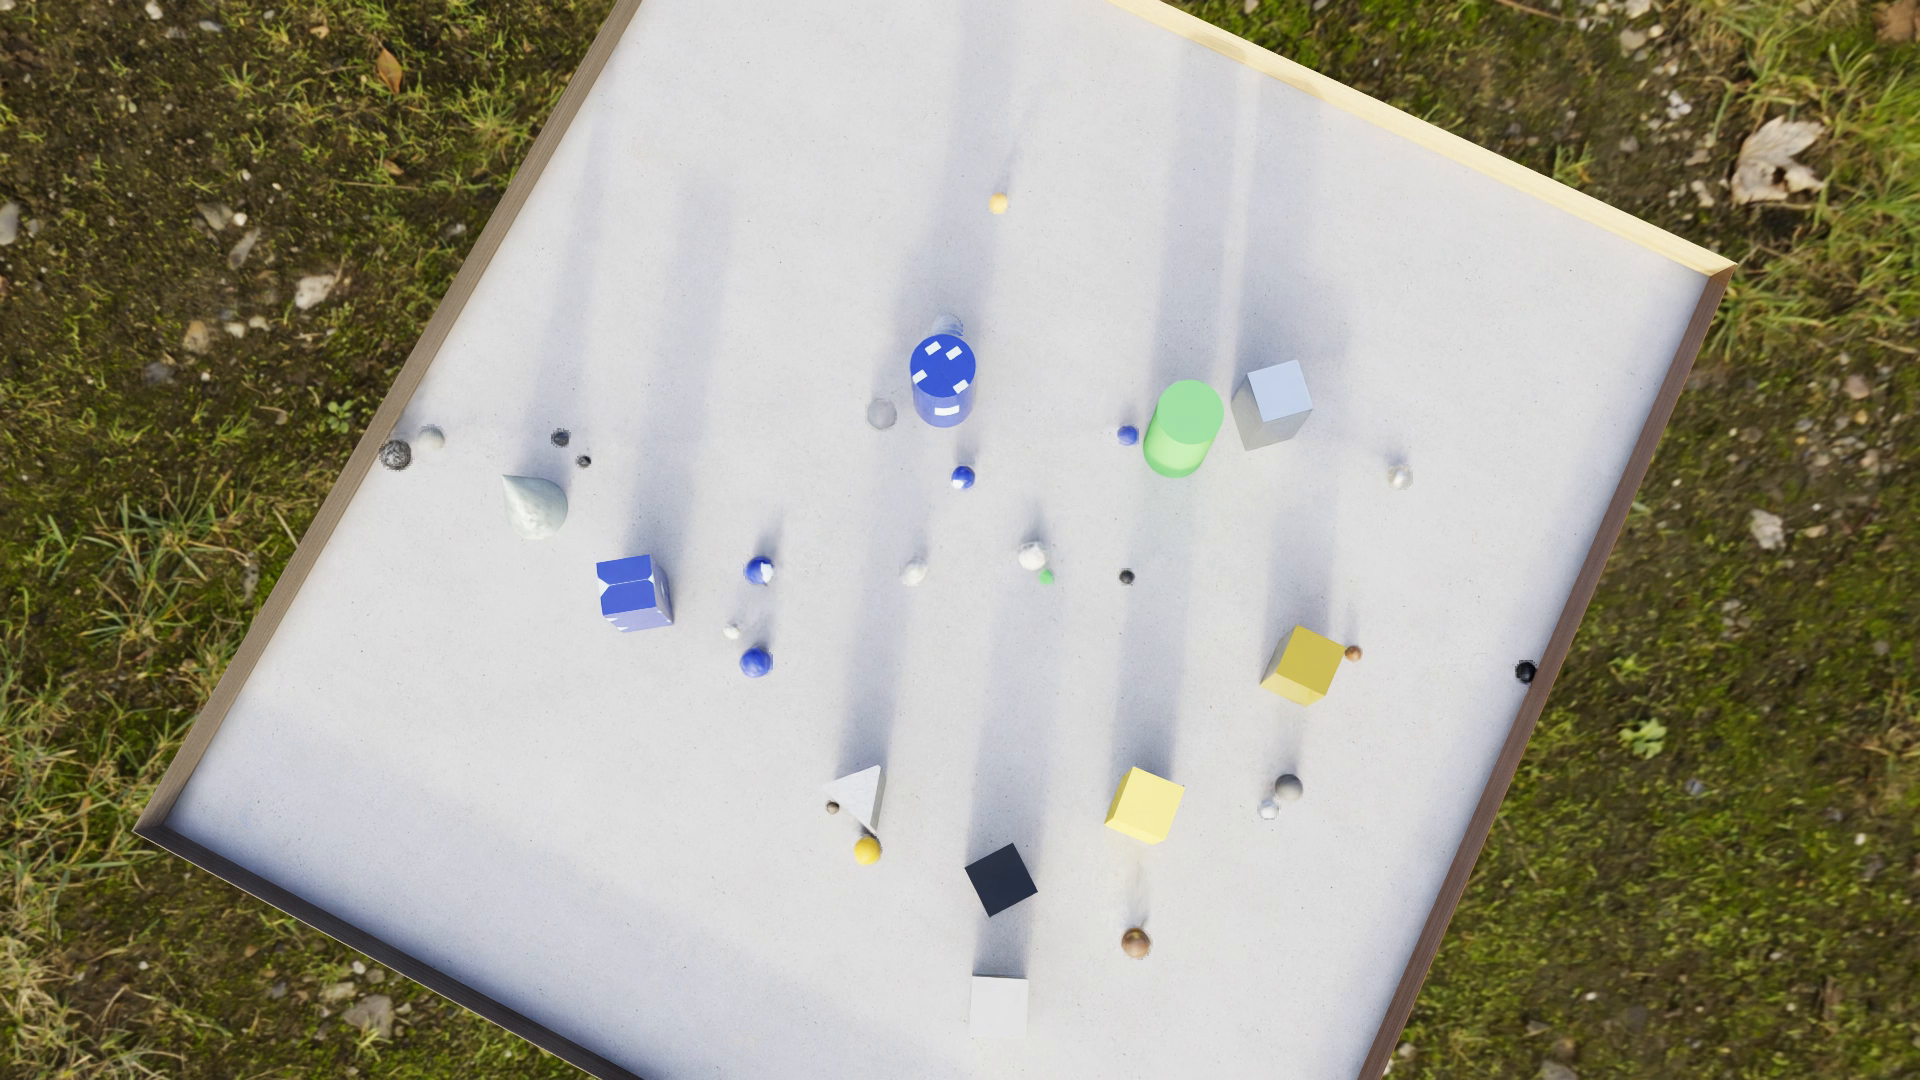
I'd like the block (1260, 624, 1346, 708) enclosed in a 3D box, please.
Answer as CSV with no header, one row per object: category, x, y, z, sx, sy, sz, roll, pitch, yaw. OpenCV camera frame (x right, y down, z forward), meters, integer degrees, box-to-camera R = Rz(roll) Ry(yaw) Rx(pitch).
block,1.005,0.374,5.388,0.155,0.296,0.155,25,79,5

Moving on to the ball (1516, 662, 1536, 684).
ball,1.700,0.399,5.501,0.064,0.064,0.064,0,78,0

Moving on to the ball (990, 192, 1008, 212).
ball,0.123,-1.070,5.807,0.060,0.060,0.060,0,78,0

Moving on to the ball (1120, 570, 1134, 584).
ball,0.507,0.113,5.569,0.047,0.047,0.047,0,78,0

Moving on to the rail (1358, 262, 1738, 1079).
rail,1.555,0.768,5.392,0.045,0.126,3.702,26,80,5

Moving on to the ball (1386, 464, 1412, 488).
ball,1.346,-0.194,5.619,0.073,0.073,0.073,0,78,0

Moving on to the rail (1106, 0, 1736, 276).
rail,0.817,-1.594,5.881,3.523,0.126,0.045,26,80,5

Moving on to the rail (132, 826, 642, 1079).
rail,-0.817,1.607,5.219,3.523,0.126,0.045,26,80,5

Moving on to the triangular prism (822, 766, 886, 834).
triangular prism,-0.269,0.720,5.251,0.168,0.424,0.145,40,81,8

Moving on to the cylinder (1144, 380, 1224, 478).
cylinder,0.663,-0.326,5.474,0.194,0.411,0.194,0,78,0

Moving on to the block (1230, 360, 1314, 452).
block,0.936,-0.401,5.522,0.155,0.347,0.155,-16,79,-3

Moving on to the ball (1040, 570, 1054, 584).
ball,0.262,0.115,5.570,0.044,0.044,0.044,0,78,0

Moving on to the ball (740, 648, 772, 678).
ball,-0.613,0.368,5.492,0.094,0.094,0.094,0,78,0

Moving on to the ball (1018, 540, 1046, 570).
ball,0.220,0.046,5.562,0.088,0.088,0.088,0,78,0

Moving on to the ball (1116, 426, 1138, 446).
ball,0.515,-0.321,5.650,0.064,0.064,0.064,0,78,0

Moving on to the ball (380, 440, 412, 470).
ball,-1.727,-0.262,5.617,0.091,0.091,0.091,0,78,0

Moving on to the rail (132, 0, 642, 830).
rail,-1.555,-0.754,5.707,0.045,0.126,3.702,26,80,5

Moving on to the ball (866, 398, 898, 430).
ball,-0.241,-0.389,5.647,0.097,0.097,0.097,0,78,0

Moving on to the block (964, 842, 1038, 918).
block,0.116,0.983,5.288,0.155,0.246,0.155,-27,80,-5

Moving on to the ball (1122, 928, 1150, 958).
ball,0.511,1.174,5.330,0.085,0.085,0.085,0,78,0

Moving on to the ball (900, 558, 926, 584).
ball,-0.141,0.093,5.556,0.080,0.080,0.080,0,78,0

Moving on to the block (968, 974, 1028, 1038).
block,0.107,1.313,5.181,0.155,0.321,0.155,3,78,1

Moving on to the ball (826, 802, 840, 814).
ball,-0.376,0.794,5.432,0.040,0.040,0.040,0,78,0

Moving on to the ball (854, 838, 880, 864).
ball,-0.274,0.913,5.387,0.079,0.079,0.079,0,78,0

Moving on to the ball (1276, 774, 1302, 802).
ball,0.974,0.733,5.424,0.081,0.081,0.081,0,78,0

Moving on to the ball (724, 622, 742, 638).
ball,-0.687,0.271,5.534,0.052,0.052,0.052,0,78,0

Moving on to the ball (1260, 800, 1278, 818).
ball,0.915,0.798,5.423,0.055,0.055,0.055,0,78,0

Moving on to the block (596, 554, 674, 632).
block,-0.957,0.162,5.415,0.155,0.329,0.155,-9,78,-2

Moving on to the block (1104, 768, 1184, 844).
block,0.527,0.769,5.277,0.155,0.354,0.155,22,79,4

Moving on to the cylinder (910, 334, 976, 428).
cylinder,-0.050,-0.477,5.542,0.194,0.339,0.194,0,78,0

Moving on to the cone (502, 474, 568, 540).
cone,-1.302,-0.141,5.417,0.194,0.448,0.194,0,78,0

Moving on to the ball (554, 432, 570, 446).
ball,-1.230,-0.312,5.656,0.049,0.049,0.049,0,78,0

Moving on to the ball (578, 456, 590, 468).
ball,-1.158,-0.241,5.646,0.040,0.040,0.040,0,78,0

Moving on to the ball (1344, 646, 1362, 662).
ball,1.184,0.344,5.520,0.050,0.050,0.050,0,78,0

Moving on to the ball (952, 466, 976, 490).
ball,0.010,-0.192,5.618,0.075,0.075,0.075,0,78,0

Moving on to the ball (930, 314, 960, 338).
ball,-0.045,-0.653,5.703,0.095,0.095,0.095,0,78,0

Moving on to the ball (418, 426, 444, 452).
ball,-1.627,-0.308,5.640,0.080,0.080,0.080,0,78,0

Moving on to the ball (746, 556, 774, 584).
ball,-0.607,0.093,5.553,0.087,0.087,0.087,0,78,0

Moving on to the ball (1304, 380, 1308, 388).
ball,1.032,-0.469,5.671,0.083,0.083,0.083,0,78,0
